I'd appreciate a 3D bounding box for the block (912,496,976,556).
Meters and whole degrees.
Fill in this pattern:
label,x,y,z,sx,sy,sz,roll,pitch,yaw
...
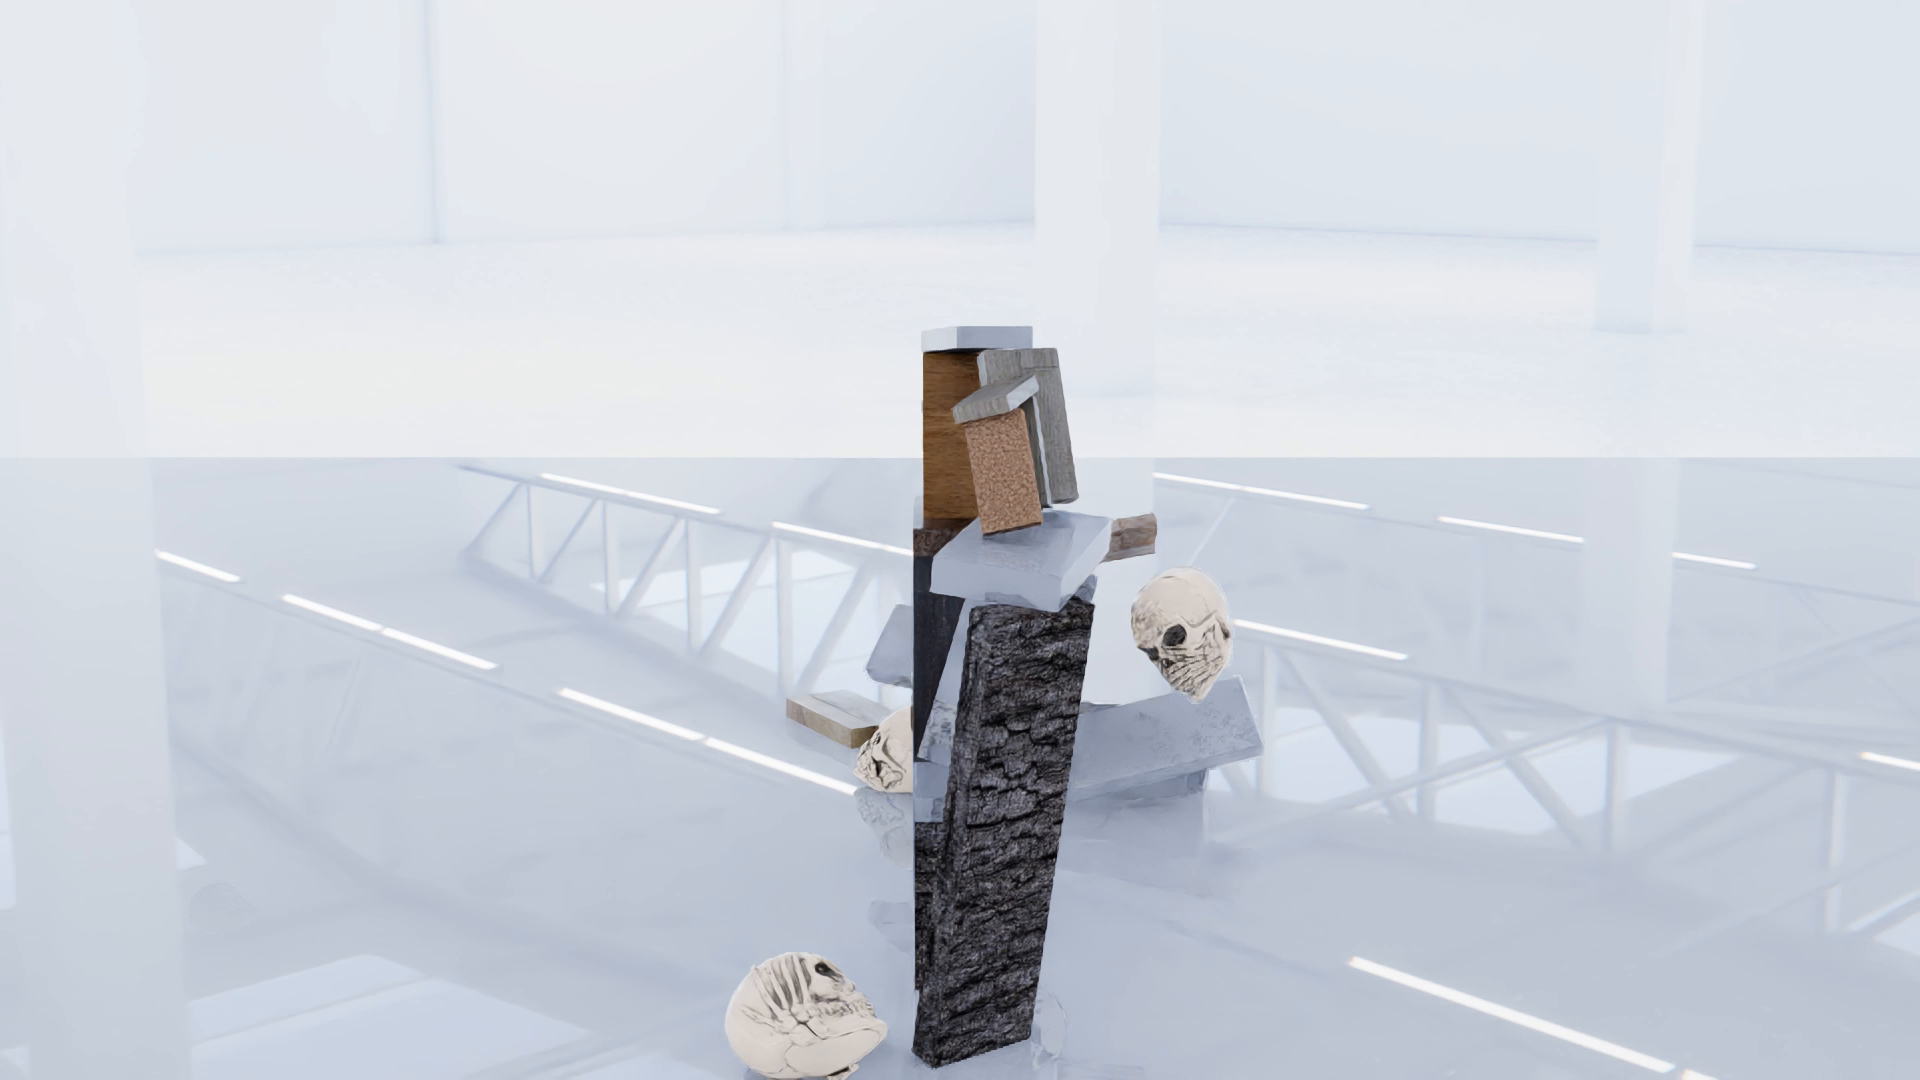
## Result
label,x,y,z,sx,sy,sz,roll,pitch,yaw
block,0.001,-0.023,3.405,0.145,0.041,0.290,0,10,-1

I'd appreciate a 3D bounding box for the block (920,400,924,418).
label,x,y,z,sx,sy,sz,roll,pitch,yaw
block,0.024,-0.135,4.147,0.149,0.298,0.042,-13,-14,13

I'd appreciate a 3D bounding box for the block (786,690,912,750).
label,x,y,z,sx,sy,sz,roll,pitch,yaw
block,-0.237,0.379,4.687,0.149,0.042,0.298,-6,12,-30

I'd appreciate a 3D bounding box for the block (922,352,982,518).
label,x,y,z,sx,sy,sz,roll,pitch,yaw
block,0.000,-0.159,3.336,0.112,0.251,0.032,0,10,-1

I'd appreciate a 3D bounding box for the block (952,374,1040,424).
label,x,y,z,sx,sy,sz,roll,pitch,yaw
block,0.050,-0.196,3.043,0.080,0.023,0.160,-11,11,19

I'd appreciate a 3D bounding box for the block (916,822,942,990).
label,x,y,z,sx,sy,sz,roll,pitch,yaw
block,0.001,0.532,3.254,0.133,0.265,0.038,0,11,0

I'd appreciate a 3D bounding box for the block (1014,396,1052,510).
label,x,y,z,sx,sy,sz,roll,pitch,yaw
block,0.077,-0.116,3.076,0.080,0.160,0.023,-12,-16,16

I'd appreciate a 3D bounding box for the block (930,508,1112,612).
label,x,y,z,sx,sy,sz,roll,pitch,yaw
block,0.089,0.018,3.005,0.172,0.049,0.345,9,15,13

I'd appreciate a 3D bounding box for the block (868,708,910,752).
label,x,y,z,sx,sy,sz,roll,pitch,yaw
block,-0.130,0.385,4.505,0.017,0.121,0.061,51,30,14

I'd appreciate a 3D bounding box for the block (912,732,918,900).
label,x,y,z,sx,sy,sz,roll,pitch,yaw
block,-0.003,0.446,3.628,0.149,0.298,0.042,0,11,0

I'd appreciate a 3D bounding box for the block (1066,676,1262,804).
label,x,y,z,sx,sy,sz,roll,pitch,yaw
block,0.348,0.382,4.167,0.419,0.044,0.154,-13,54,-2

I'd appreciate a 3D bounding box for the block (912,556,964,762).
label,x,y,z,sx,sy,sz,roll,pitch,yaw
block,0.002,0.175,3.346,0.145,0.327,0.041,0,11,0

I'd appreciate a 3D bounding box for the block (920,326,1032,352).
label,x,y,z,sx,sy,sz,roll,pitch,yaw
block,0.022,-0.297,3.256,0.113,0.032,0.225,-1,4,-14

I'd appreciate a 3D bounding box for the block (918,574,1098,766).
label,x,y,z,sx,sy,sz,roll,pitch,yaw
block,0.067,0.186,3.195,0.172,0.345,0.049,17,24,2

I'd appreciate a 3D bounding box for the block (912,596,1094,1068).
label,x,y,z,sx,sy,sz,roll,pitch,yaw
block,0.056,0.393,2.950,0.172,0.648,0.049,-7,22,-39

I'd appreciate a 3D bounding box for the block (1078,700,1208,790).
label,x,y,z,sx,sy,sz,roll,pitch,yaw
block,0.336,0.397,4.286,0.298,0.149,0.042,3,0,17

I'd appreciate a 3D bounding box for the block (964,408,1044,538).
label,x,y,z,sx,sy,sz,roll,pitch,yaw
block,0.058,-0.091,2.973,0.080,0.160,0.023,-13,-14,13

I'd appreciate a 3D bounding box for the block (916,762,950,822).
label,x,y,z,sx,sy,sz,roll,pitch,yaw
block,0.001,0.367,3.314,0.133,0.038,0.265,0,11,0

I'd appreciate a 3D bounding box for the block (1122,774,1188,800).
label,x,y,z,sx,sy,sz,roll,pitch,yaw
block,0.367,0.459,4.164,0.121,0.061,0.017,-4,-7,5

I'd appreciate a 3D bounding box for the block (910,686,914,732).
label,x,y,z,sx,sy,sz,roll,pitch,yaw
block,-0.004,0.261,3.693,0.149,0.042,0.298,0,11,1

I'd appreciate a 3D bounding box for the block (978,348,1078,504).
label,x,y,z,sx,sy,sz,roll,pitch,yaw
block,0.097,-0.162,3.160,0.113,0.225,0.032,-4,-11,-18

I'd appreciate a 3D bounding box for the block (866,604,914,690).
label,x,y,z,sx,sy,sz,roll,pitch,yaw
block,-0.007,0.220,4.158,0.309,0.044,0.154,10,56,24

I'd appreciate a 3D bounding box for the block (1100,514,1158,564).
label,x,y,z,sx,sy,sz,roll,pitch,yaw
block,0.265,0.003,3.957,0.175,0.087,0.025,-10,52,-8
